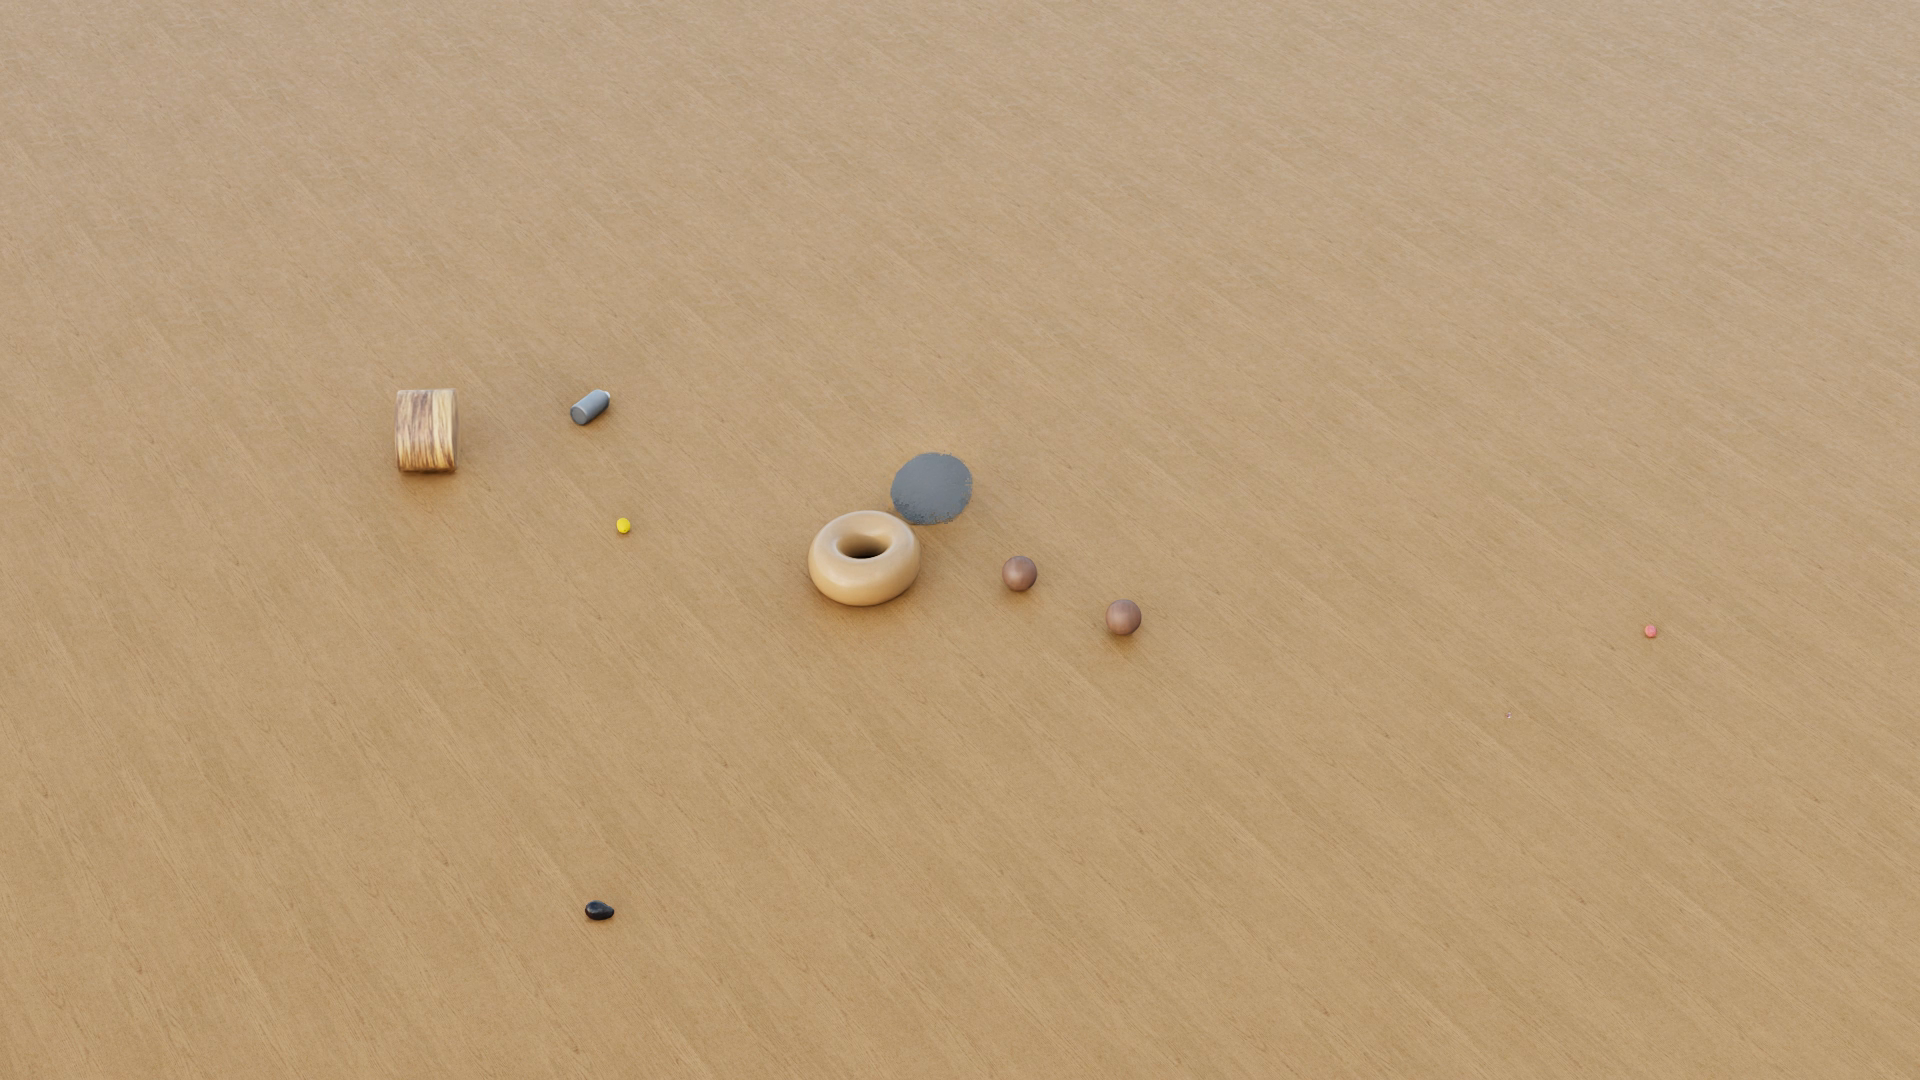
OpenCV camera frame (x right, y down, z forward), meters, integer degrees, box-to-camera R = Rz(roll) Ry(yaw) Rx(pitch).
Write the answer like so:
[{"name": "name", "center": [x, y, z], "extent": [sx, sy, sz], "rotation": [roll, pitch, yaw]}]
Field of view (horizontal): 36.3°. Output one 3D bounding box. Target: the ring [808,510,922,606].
[{"name": "ring", "center": [-0.347, 0.064, 10.690], "extent": [0.414, 0.177, 0.474], "rotation": [4, 35, 8]}]

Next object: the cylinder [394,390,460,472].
[{"name": "cylinder", "center": [-2.061, -0.424, 11.349], "extent": [0.217, 0.233, 0.324], "rotation": [-2, 67, -3]}]

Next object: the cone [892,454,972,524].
[{"name": "cone", "center": [-0.115, -0.198, 11.138], "extent": [0.312, 0.267, 0.234], "rotation": [-17, 5, -4]}]
